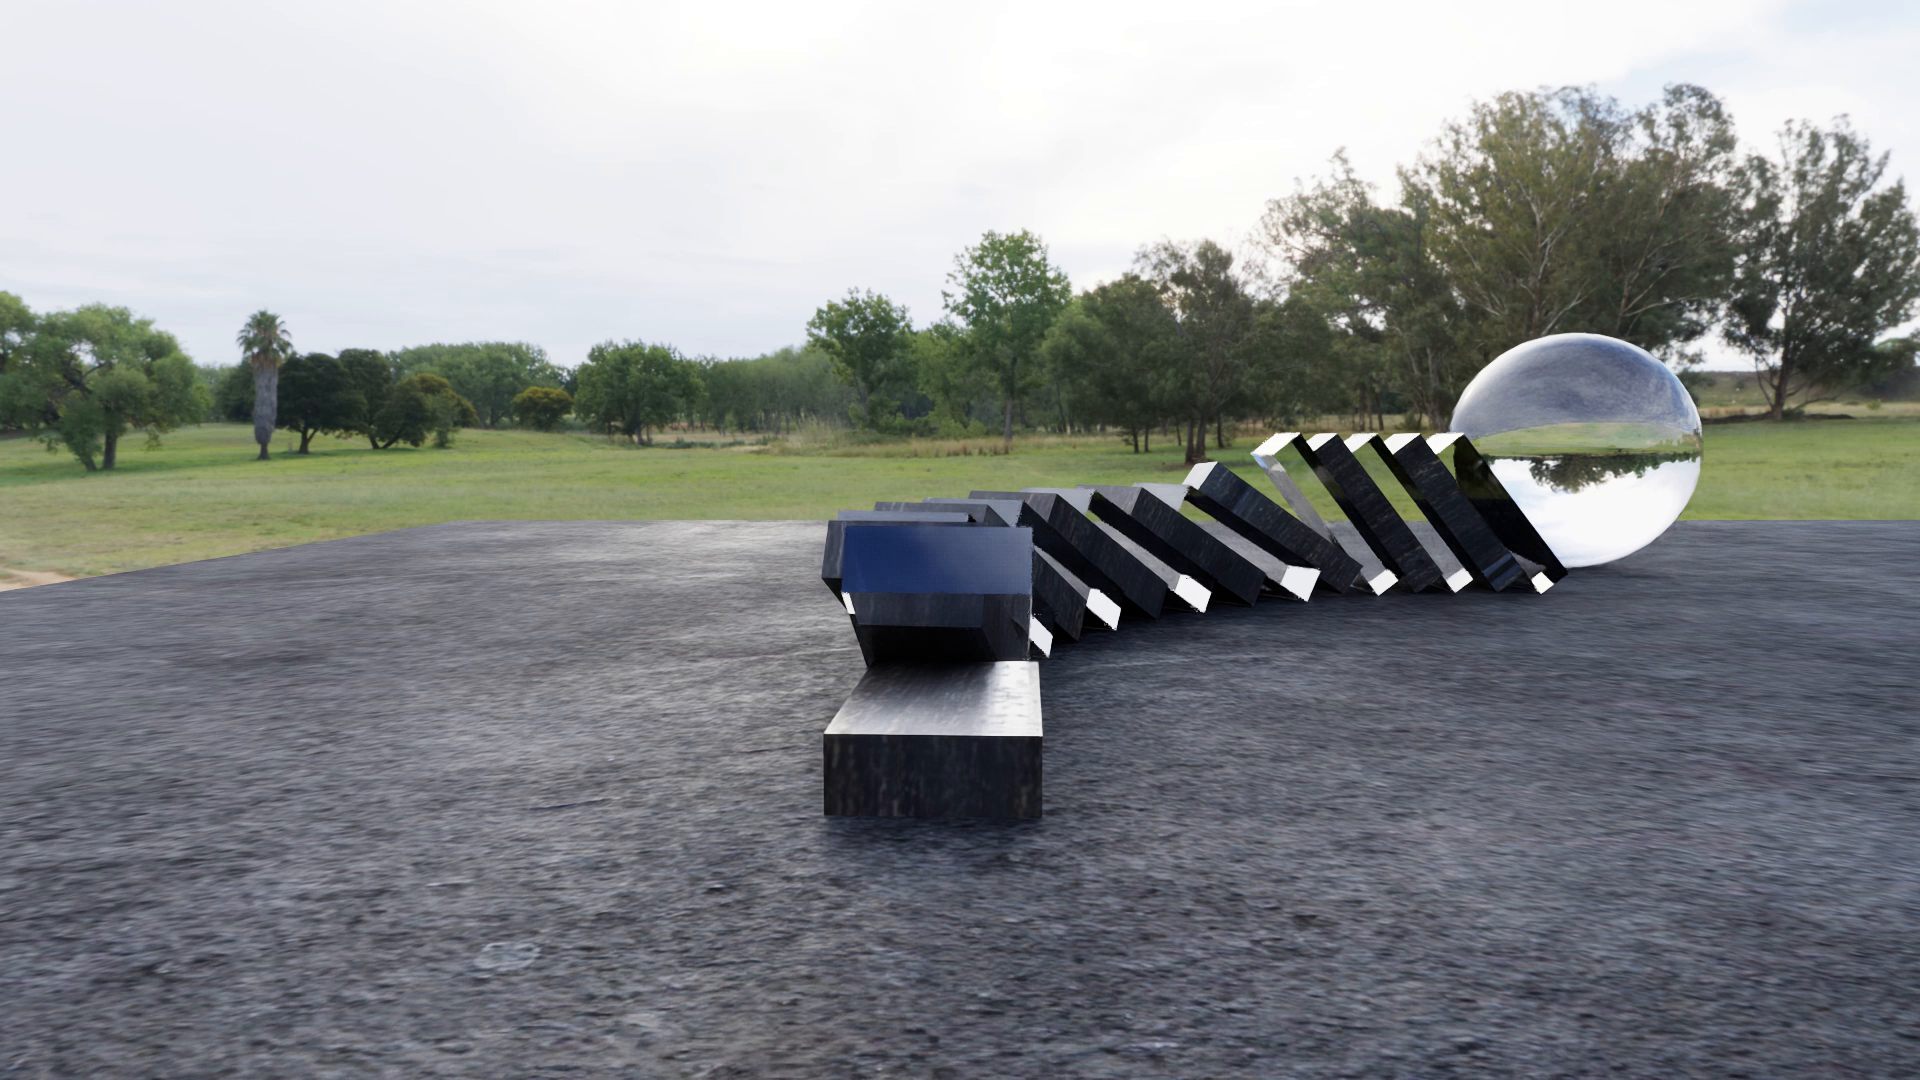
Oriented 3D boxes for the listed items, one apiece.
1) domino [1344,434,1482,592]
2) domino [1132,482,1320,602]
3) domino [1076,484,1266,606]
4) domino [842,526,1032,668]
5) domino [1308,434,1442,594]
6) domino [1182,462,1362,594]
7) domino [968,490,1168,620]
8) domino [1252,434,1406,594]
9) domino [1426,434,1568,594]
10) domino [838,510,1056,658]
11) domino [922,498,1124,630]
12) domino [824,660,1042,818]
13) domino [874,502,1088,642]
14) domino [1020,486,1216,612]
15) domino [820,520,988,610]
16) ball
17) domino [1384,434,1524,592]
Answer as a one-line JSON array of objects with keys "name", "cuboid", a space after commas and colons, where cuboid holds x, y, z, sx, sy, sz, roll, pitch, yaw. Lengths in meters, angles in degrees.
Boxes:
[{"name": "domino", "cuboid": [0.131, -0.009, 0.378, 0.009, 0.050, 0.025, -37, 2, 5]}, {"name": "domino", "cuboid": [0.071, 0.000, 0.348, 0.050, 0.009, 0.025, 29, -9, -25]}, {"name": "domino", "cuboid": [0.054, 0.001, 0.335, 0.050, 0.009, 0.025, 31, -13, -32]}, {"name": "domino", "cuboid": [-0.002, 0.012, 0.193, 0.025, 0.009, 0.050, 1, -22, 2]}, {"name": "domino", "cuboid": [0.119, -0.008, 0.376, 0.009, 0.050, 0.025, -37, 2, 5]}, {"name": "domino", "cuboid": [0.087, -0.004, 0.365, 0.050, 0.010, 0.025, 35, 0, -4]}, {"name": "domino", "cuboid": [0.025, 0.004, 0.302, 0.025, 0.009, 0.050, 4, -22, 42]}, {"name": "domino", "cuboid": [0.106, -0.008, 0.371, 0.010, 0.050, 0.025, -38, 4, 2]}, {"name": "domino", "cuboid": [0.155, -0.008, 0.377, 0.010, 0.050, 0.025, -37, 2, 5]}, {"name": "domino", "cuboid": [-0.002, 0.009, 0.241, 0.025, 0.010, 0.050, 2, -22, 24]}, {"name": "domino", "cuboid": [0.014, 0.006, 0.283, 0.025, 0.009, 0.050, 3, -22, 35]}, {"name": "domino", "cuboid": [-0.002, 0.025, 0.171, 0.025, 0.009, 0.050, 0, 4, 3]}, {"name": "domino", "cuboid": [0.004, 0.007, 0.263, 0.025, 0.009, 0.050, 2, -22, 30]}, {"name": "domino", "cuboid": [0.038, 0.003, 0.320, 0.050, 0.010, 0.025, 32, -17, -37]}, {"name": "domino", "cuboid": [-0.004, 0.011, 0.217, 0.025, 0.010, 0.050, 1, -22, 12]}, {"name": "ball", "cuboid": [0.208, -0.030, 0.438, 0.080, 0.080, 0.080, 0, 4, 0]}, {"name": "domino", "cuboid": [0.143, -0.008, 0.378, 0.010, 0.050, 0.025, -37, 2, 5]}]
